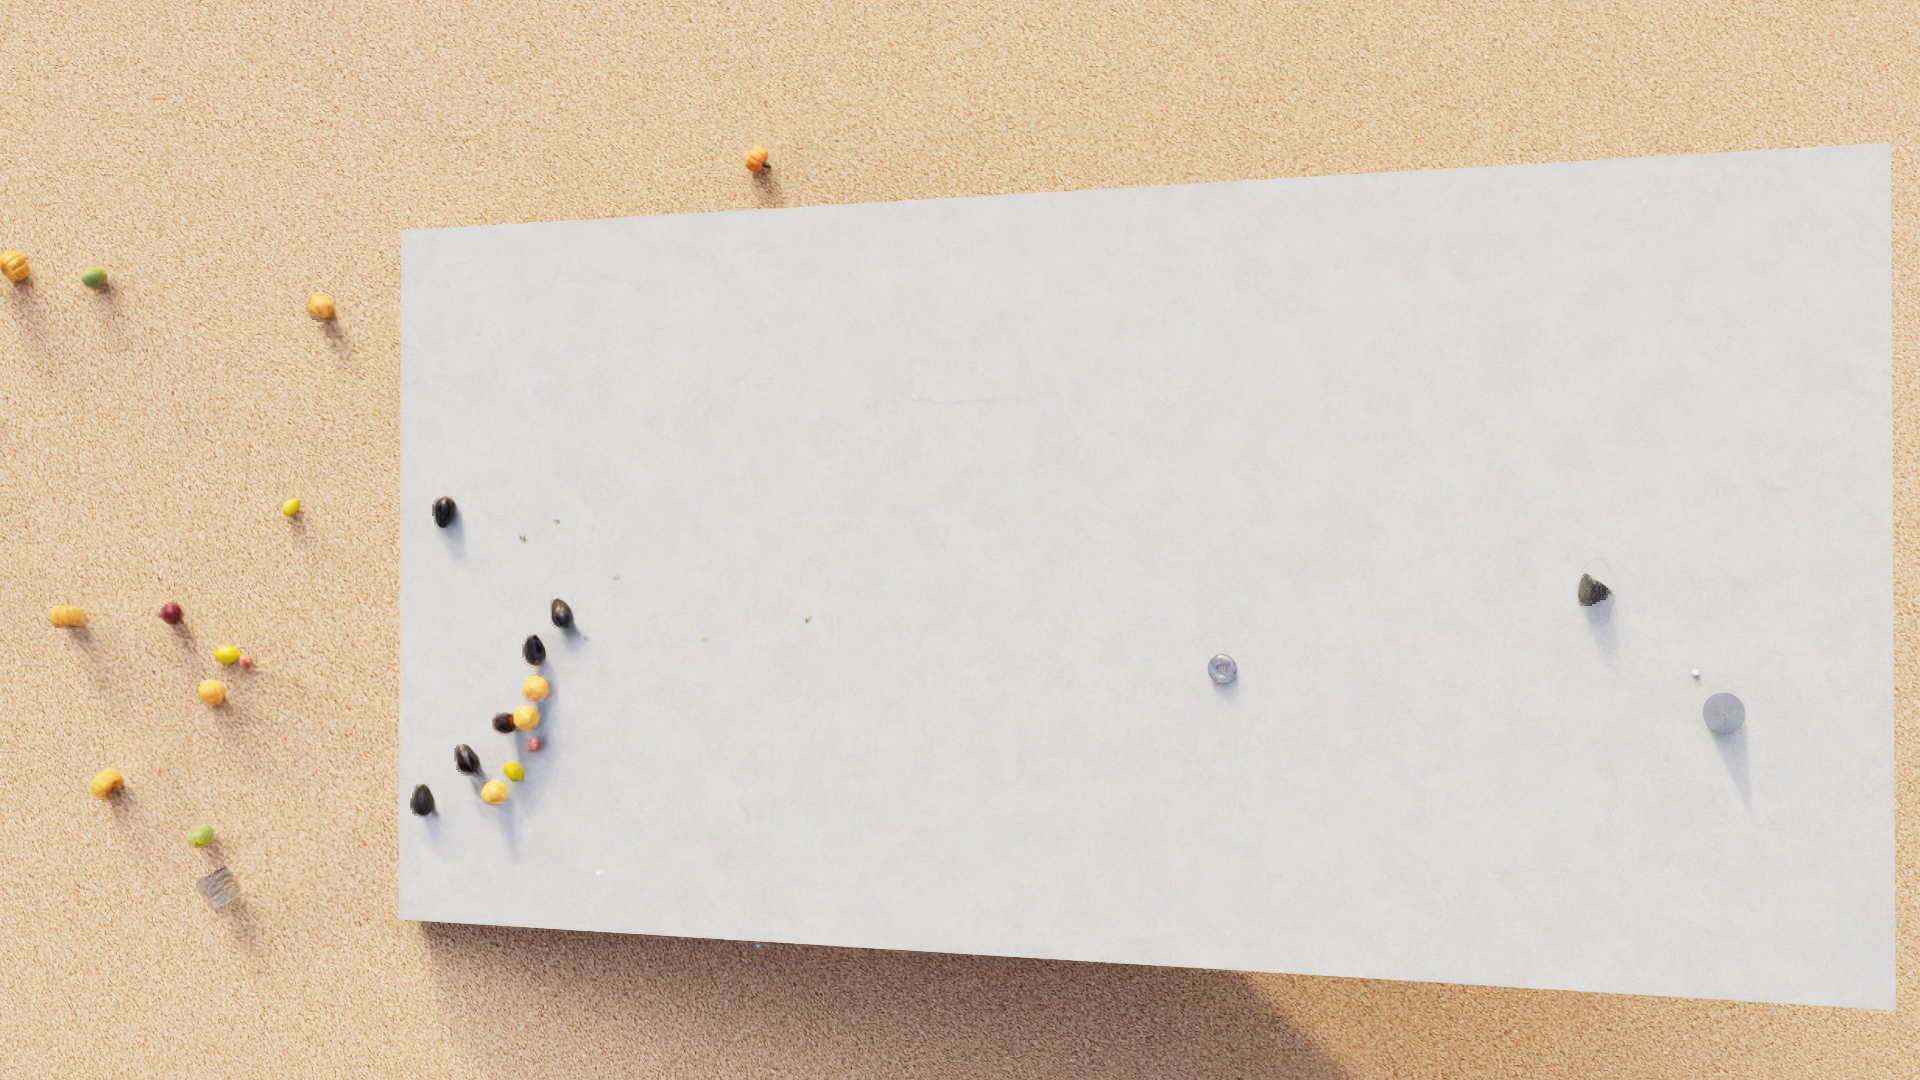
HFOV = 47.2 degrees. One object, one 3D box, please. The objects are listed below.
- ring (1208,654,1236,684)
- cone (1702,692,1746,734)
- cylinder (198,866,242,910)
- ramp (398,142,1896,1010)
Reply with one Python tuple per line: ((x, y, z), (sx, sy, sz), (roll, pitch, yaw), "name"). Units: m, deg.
((0.664, 0.326, 5.571), (0.076, 0.025, 0.076), (-1, 88, 19), "ring")
((1.786, 0.407, 5.141), (0.096, 0.096, 0.096), (0, 89, 19), "cone")
((-2.161, 1.016, 6.419), (0.091, 0.091, 0.091), (-33, 90, 0), "cylinder")
((0.279, 0.091, 5.774), (4.000, 0.100, 2.000), (0, 89, 19), "ramp")
